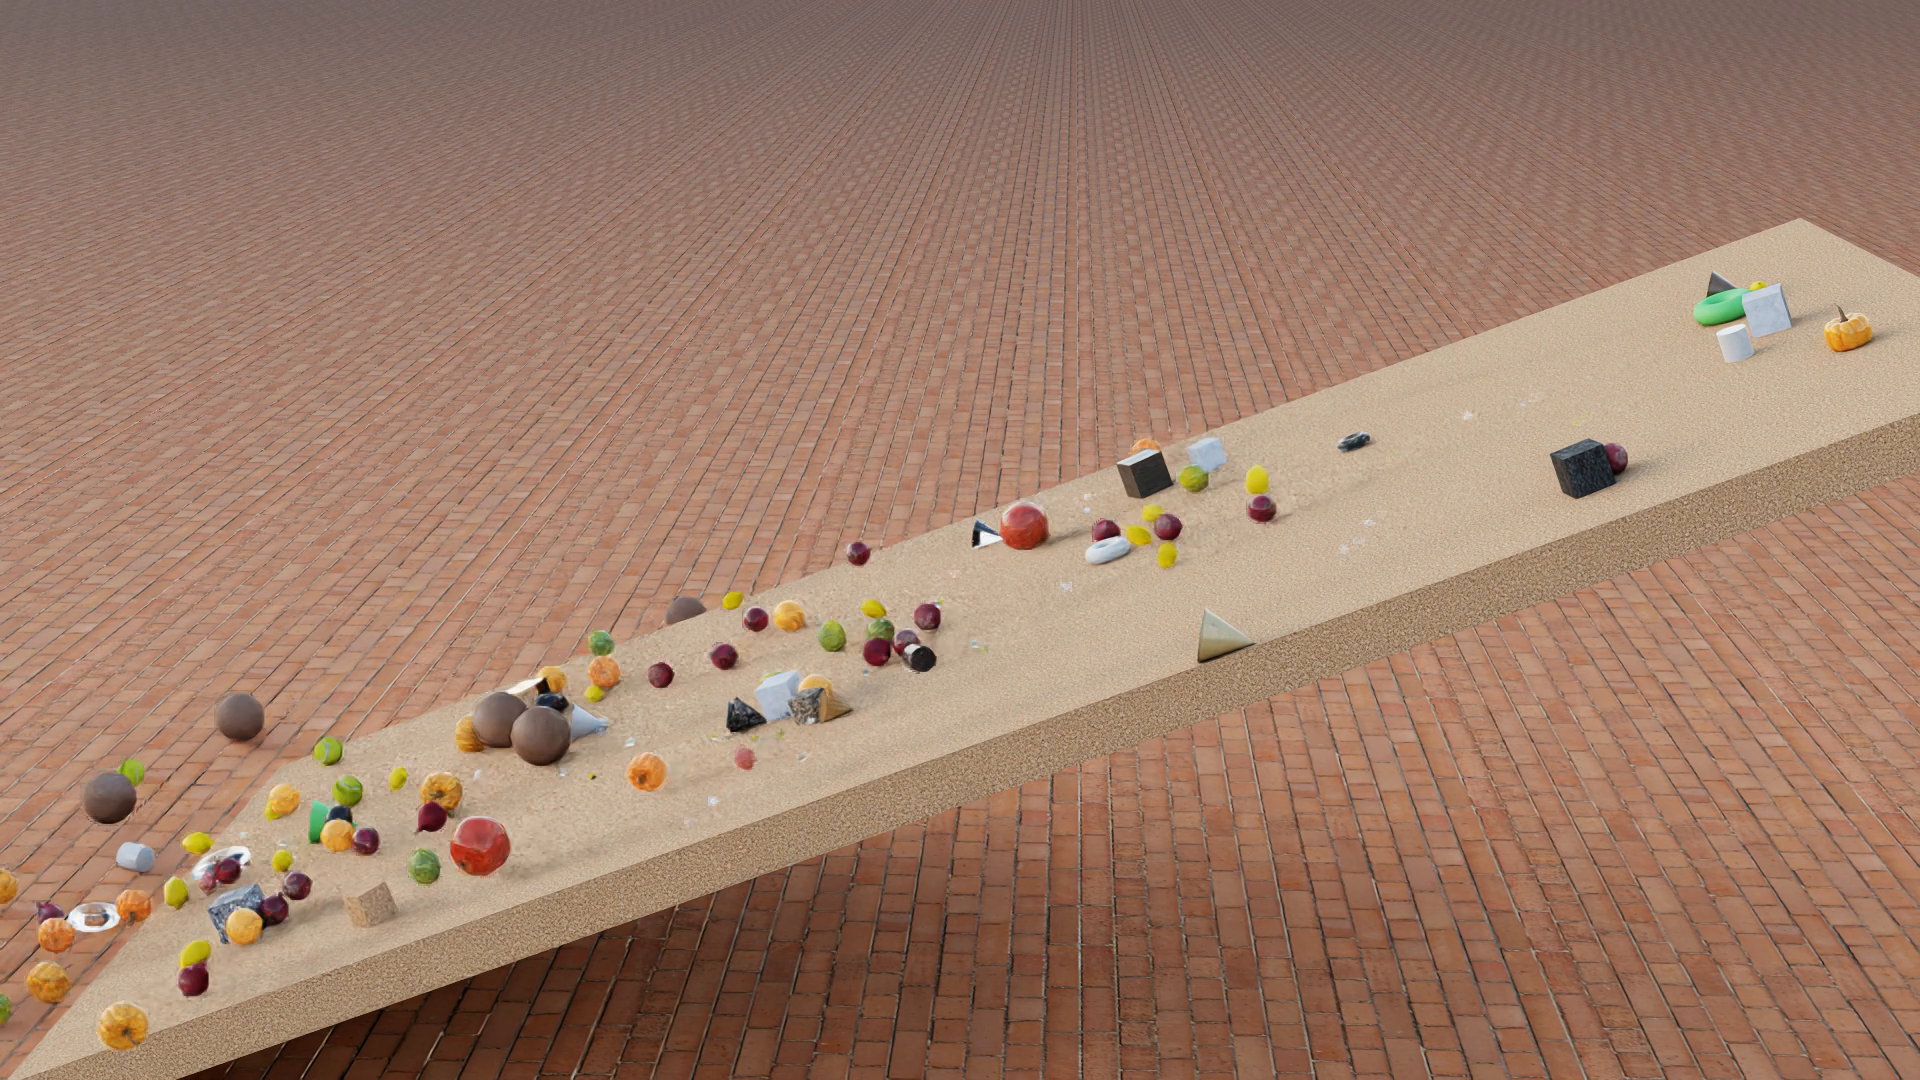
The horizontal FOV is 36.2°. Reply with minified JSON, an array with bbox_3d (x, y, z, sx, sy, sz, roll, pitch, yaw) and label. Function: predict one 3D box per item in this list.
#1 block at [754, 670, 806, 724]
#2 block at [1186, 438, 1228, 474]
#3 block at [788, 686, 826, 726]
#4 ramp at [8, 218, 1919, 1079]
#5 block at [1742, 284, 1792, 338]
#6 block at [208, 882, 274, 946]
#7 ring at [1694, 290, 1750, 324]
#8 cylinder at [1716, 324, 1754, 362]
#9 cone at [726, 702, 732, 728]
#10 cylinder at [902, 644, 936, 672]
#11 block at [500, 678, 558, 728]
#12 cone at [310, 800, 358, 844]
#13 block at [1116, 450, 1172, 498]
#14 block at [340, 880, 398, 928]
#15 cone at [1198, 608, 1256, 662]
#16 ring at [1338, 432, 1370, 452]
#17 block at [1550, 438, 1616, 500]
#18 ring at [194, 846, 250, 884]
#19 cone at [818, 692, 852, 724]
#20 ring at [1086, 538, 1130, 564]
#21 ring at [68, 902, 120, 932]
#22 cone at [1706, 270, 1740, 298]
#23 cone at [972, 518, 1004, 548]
[{"bbox_3d":[-0.365,0.321,6.046,0.075,0.075,0.075,-17,12,21],"label":"block"},{"bbox_3d":[0.571,-0.196,6.793,0.060,0.060,0.060,-24,12,-15],"label":"block"},{"bbox_3d":[-0.302,0.334,5.925,0.055,0.055,0.055,-12,15,38],"label":"block"},{"bbox_3d":[0.118,0.176,6.295,4.000,0.100,2.000,-20,12,7],"label":"ramp"},{"bbox_3d":[1.667,-0.474,6.076,0.079,0.079,0.079,-17,12,20],"label":"block"},{"bbox_3d":[-1.459,0.758,5.964,0.083,0.083,0.083,-19,12,11],"label":"block"},{"bbox_3d":[1.645,-0.501,6.328,0.136,0.045,0.136,-20,13,5],"label":"ring"},{"bbox_3d":[1.568,-0.398,5.950,0.060,0.060,0.060,-20,12,4],"label":"cylinder"},{"bbox_3d":[-0.455,0.367,6.118,0.059,0.059,0.059,5,13,-5],"label":"cone"},{"bbox_3d":[-0.083,0.240,5.970,0.053,0.053,0.053,-5,5,-20],"label":"cylinder"},{"bbox_3d":[-1.011,0.381,6.901,0.082,0.082,0.082,-10,16,43],"label":"block"},{"bbox_3d":[-1.385,0.628,6.524,0.099,0.099,0.099,5,13,-4],"label":"cone"},{"bbox_3d":[0.426,-0.152,6.791,0.084,0.084,0.084,-24,12,-16],"label":"block"},{"bbox_3d":[-1.141,0.704,5.687,0.067,0.067,0.067,-30,15,-37],"label":"block"},{"bbox_3d":[0.483,0.178,5.275,0.099,0.099,0.099,8,14,9],"label":"cone"},{"bbox_3d":[0.863,-0.216,6.454,0.075,0.025,0.075,-21,10,4],"label":"ring"},{"bbox_3d":[1.149,-0.132,5.427,0.079,0.079,0.079,-22,12,-3],"label":"block"},{"bbox_3d":[-1.643,0.724,6.547,0.134,0.045,0.134,-20,13,5],"label":"ring"},{"bbox_3d":[-0.245,0.337,5.877,0.062,0.062,0.062,4,12,-16],"label":"cone"},{"bbox_3d":[0.317,0.023,6.313,0.100,0.033,0.100,-19,12,4],"label":"ring"},{"bbox_3d":[-1.954,0.851,6.640,0.115,0.038,0.115,1,14,0],"label":"ring"},{"bbox_3d":[1.681,-0.533,6.412,0.096,0.096,0.096,12,16,17],"label":"cone"},{"bbox_3d":[0.071,-0.009,6.893,0.072,0.072,0.072,10,15,10],"label":"cone"}]
